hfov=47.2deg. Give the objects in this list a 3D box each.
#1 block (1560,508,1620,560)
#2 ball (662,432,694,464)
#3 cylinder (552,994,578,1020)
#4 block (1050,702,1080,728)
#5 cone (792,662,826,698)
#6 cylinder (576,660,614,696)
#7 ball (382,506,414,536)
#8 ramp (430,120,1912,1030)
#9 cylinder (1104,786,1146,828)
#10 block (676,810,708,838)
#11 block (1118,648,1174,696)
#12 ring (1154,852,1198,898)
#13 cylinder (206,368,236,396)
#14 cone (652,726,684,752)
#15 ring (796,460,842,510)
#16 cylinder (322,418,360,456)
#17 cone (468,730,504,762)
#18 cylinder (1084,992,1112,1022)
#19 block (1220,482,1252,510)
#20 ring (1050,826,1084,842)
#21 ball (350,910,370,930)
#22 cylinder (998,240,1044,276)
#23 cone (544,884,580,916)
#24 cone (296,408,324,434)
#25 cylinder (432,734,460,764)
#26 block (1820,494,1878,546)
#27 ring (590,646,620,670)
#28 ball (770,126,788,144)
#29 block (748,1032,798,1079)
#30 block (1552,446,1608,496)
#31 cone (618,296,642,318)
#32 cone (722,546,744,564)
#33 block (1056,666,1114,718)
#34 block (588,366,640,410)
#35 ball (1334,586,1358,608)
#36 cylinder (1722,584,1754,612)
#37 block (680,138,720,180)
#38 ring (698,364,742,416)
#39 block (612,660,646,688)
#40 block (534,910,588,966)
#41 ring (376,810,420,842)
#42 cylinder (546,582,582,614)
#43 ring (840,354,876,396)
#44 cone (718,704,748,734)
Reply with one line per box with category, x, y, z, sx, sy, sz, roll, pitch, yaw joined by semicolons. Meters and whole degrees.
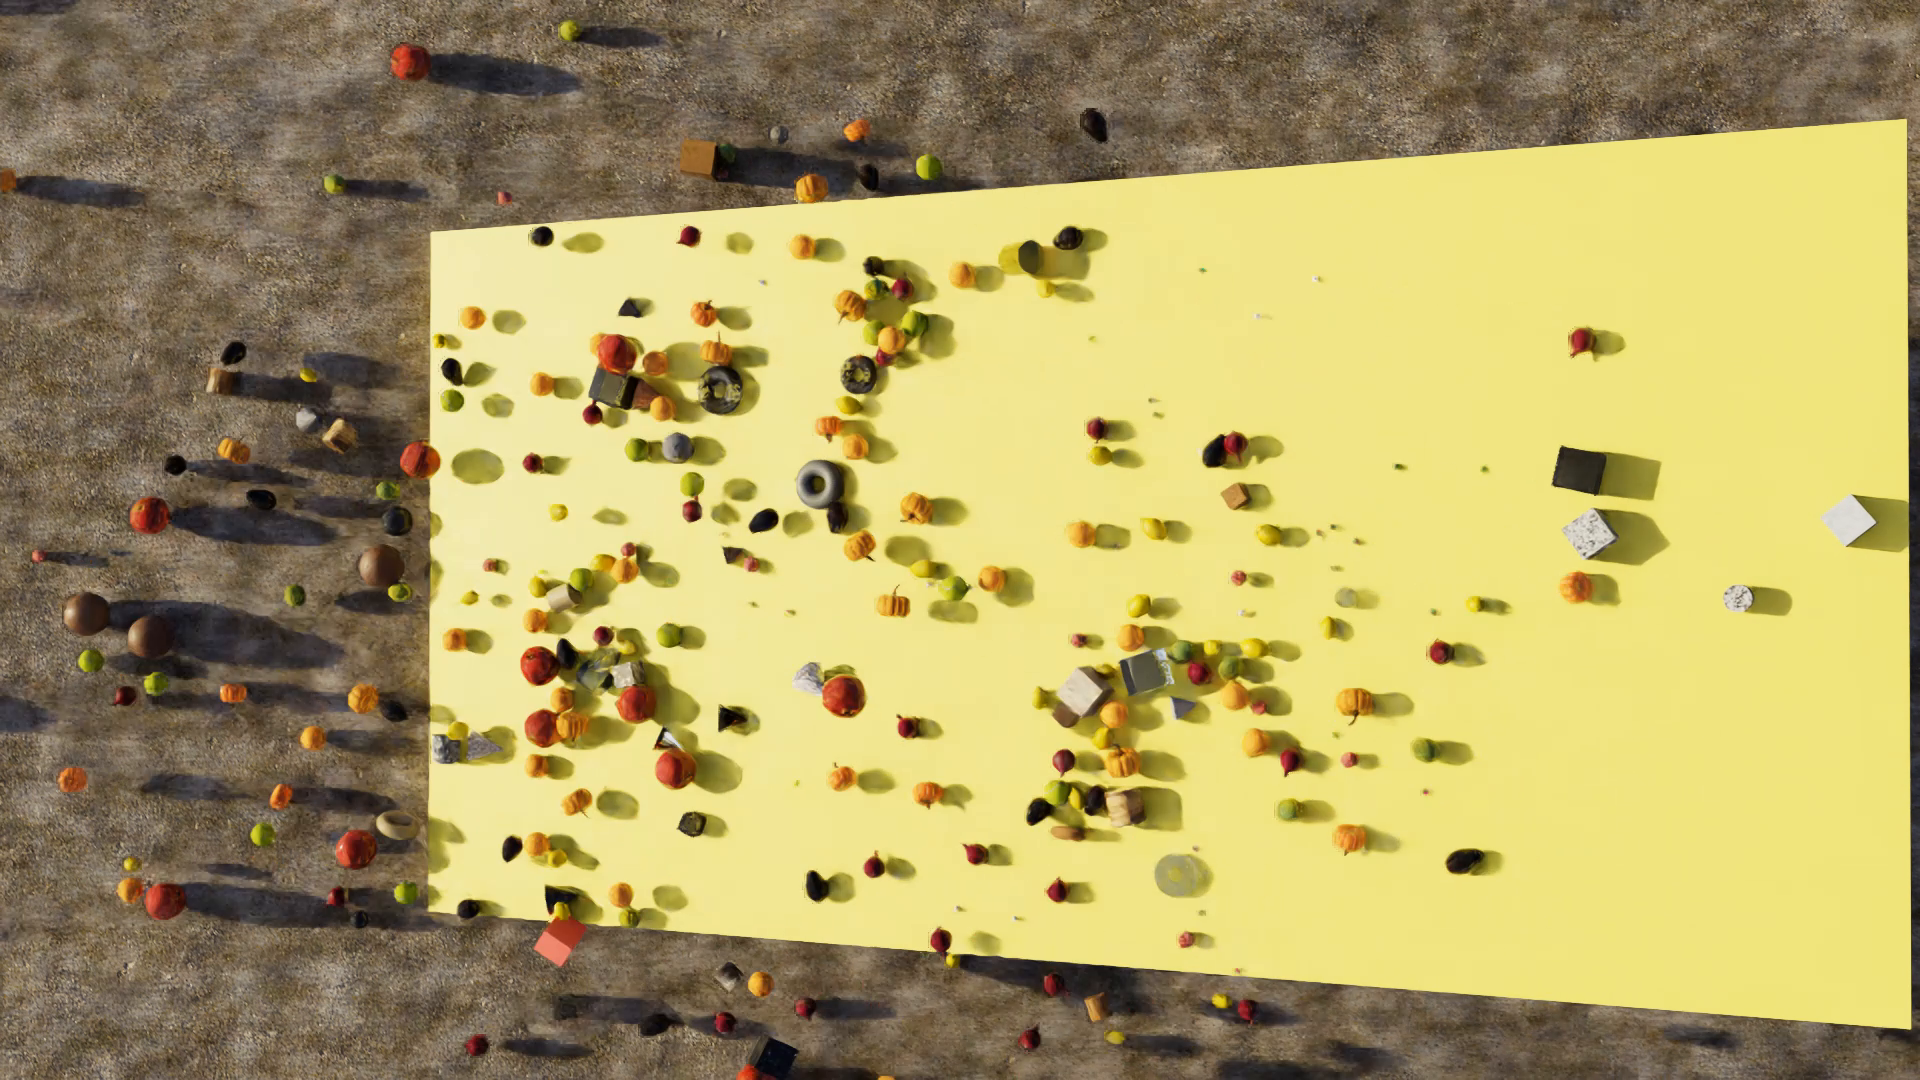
block;1.454;-0.014;5.071;0.087;0.087;0.087;-38;75;19
ball;-0.781;-0.253;6.081;0.087;0.087;0.087;0;89;0
cylinder;-1.170;1.384;6.510;0.065;0.065;0.065;-10;82;0
block;0.275;0.443;5.616;0.052;0.052;0.052;44;106;18
cone;-0.382;0.393;5.874;0.096;0.096;0.096;-45;53;0
cylinder;-1.029;0.389;6.192;0.076;0.076;0.076;34;89;21
ball;-1.657;-0.055;6.475;0.091;0.091;0.091;0;89;0
ramp;0.283;0.083;5.701;4.000;0.100;2.000;0;89;24
cylinder;0.415;0.669;5.526;0.088;0.088;0.088;-13;89;0
block;-0.739;0.784;6.070;0.051;0.051;0.051;27;100;22
block;0.468;0.331;5.508;0.093;0.093;0.093;-20;81;23
ring;0.539;0.839;5.501;0.113;0.038;0.113;0;91;24
cylinder;-2.197;-0.469;6.537;0.070;0.070;0.070;13;88;0
cone;-0.804;0.568;6.110;0.080;0.080;0.080;24;89;-4
ring;-0.379;-0.149;5.923;0.137;0.046;0.137;0;91;24
cylinder;-1.836;-0.306;6.521;0.079;0.079;0.079;32;76;0
cone;-1.367;0.600;6.360;0.096;0.096;0.096;7;89;-2
cylinder;0.362;1.221;5.752;0.058;0.058;0.058;-18;86;0
block;0.683;-0.109;5.440;0.050;0.050;0.050;-34;76;20
ring;0.274;0.746;5.592;0.089;0.089;0.030;9;79;0
ball;-1.782;1.127;6.528;0.056;0.056;0.056;0;89;0
cylinder;0.159;-0.723;5.646;0.085;0.085;0.085;-2;93;-33
cone;-1.125;1.014;6.247;0.092;0.092;0.092;-10;89;-3
cone;-1.916;-0.359;6.517;0.082;0.082;0.082;4;83;-32
cylinder;-1.495;0.607;6.398;0.078;0.078;0.078;2;92;0
block;1.958;-0.043;4.846;0.083;0.083;0.083;-42;74;18
ring;-0.995;0.332;6.169;0.088;0.088;0.029;-16;126;0
ball;-0.535;-1.201;6.521;0.054;0.054;0.054;0;89;0
block;-0.528;1.456;6.201;0.093;0.093;0.093;30;77;-15
block;1.430;-0.160;5.079;0.094;0.094;0.094;14;95;24
cone;-0.920;-0.642;6.181;0.064;0.064;0.064;33;89;-6
cone;-0.619;0.033;6.038;0.059;0.059;0.059;-20;89;-4
block;0.318;0.384;5.577;0.091;0.091;0.091;43;106;19
block;-0.970;-0.426;6.167;0.091;0.091;0.091;23;99;23
ball;0.934;0.140;5.322;0.054;0.054;0.054;0;89;0
cylinder;1.752;0.131;4.948;0.062;0.062;0.062;0;89;24
block;-0.774;-1.131;6.535;0.095;0.095;0.095;9;89;0
ring;-0.660;-0.413;6.052;0.139;0.046;0.139;-1;88;25
block;-0.926;0.377;6.152;0.063;0.063;0.063;-15;85;23
block;-1.133;1.129;6.238;0.094;0.094;0.094;35;129;-1
ring;-1.641;0.835;6.432;0.130;0.130;0.043;22;108;0
cylinder;-1.121;0.163;6.239;0.072;0.072;0.072;-22;89;22
ring;-0.272;-0.441;5.883;0.109;0.036;0.109;0;89;23
cone;-0.620;0.491;6.028;0.081;0.081;0.081;2;89;-2
